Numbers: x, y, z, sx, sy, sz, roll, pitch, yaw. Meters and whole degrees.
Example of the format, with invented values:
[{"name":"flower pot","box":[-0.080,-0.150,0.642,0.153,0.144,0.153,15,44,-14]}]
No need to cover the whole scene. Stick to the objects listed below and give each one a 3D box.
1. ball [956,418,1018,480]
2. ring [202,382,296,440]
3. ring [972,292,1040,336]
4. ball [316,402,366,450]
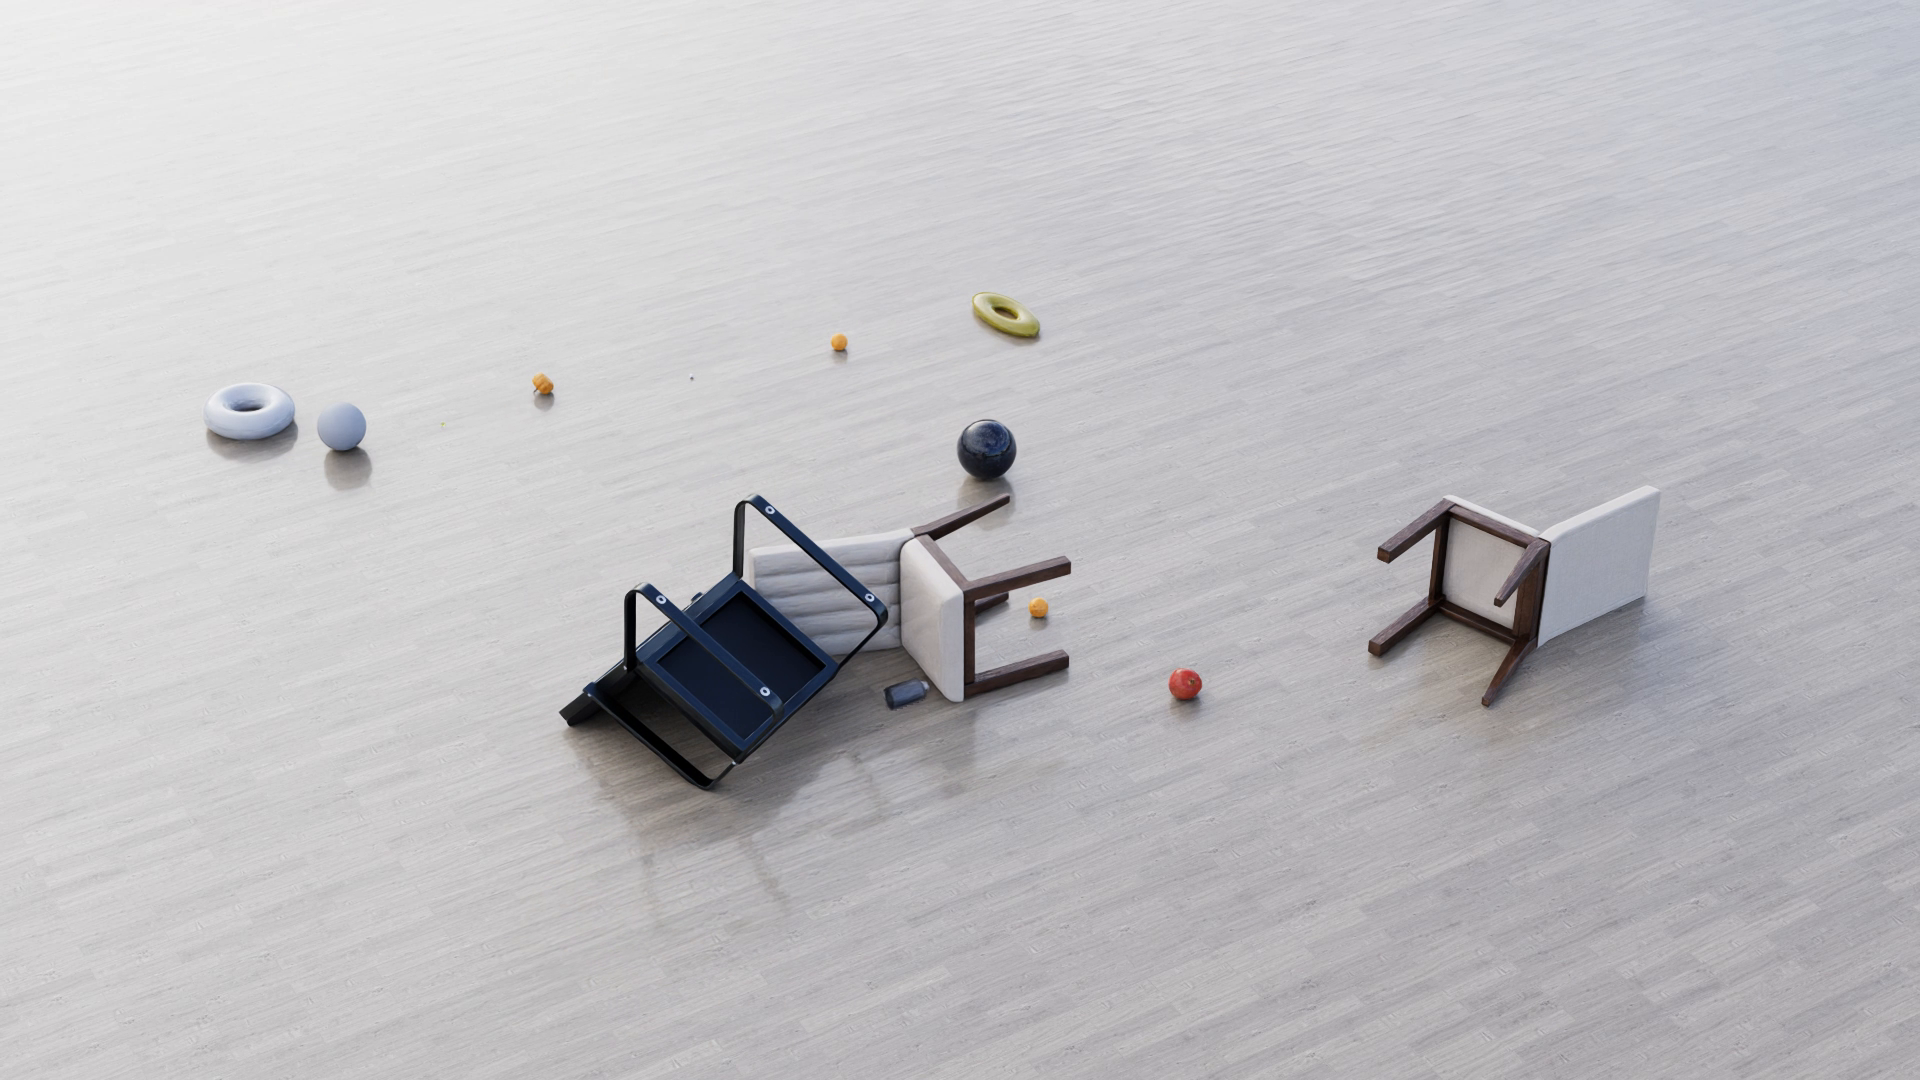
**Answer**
[{"name":"ball","box":[0.102,-0.349,11.262,0.234,0.234,0.234,0,33,0]},{"name":"ring","box":[-2.822,-0.513,11.628,0.387,0.106,0.353,26,41,35]},{"name":"ring","box":[0.192,-0.950,12.339,0.193,0.053,0.412,-23,40,-29]},{"name":"ball","box":[-2.413,-0.444,11.445,0.191,0.191,0.191,0,33,0]}]
